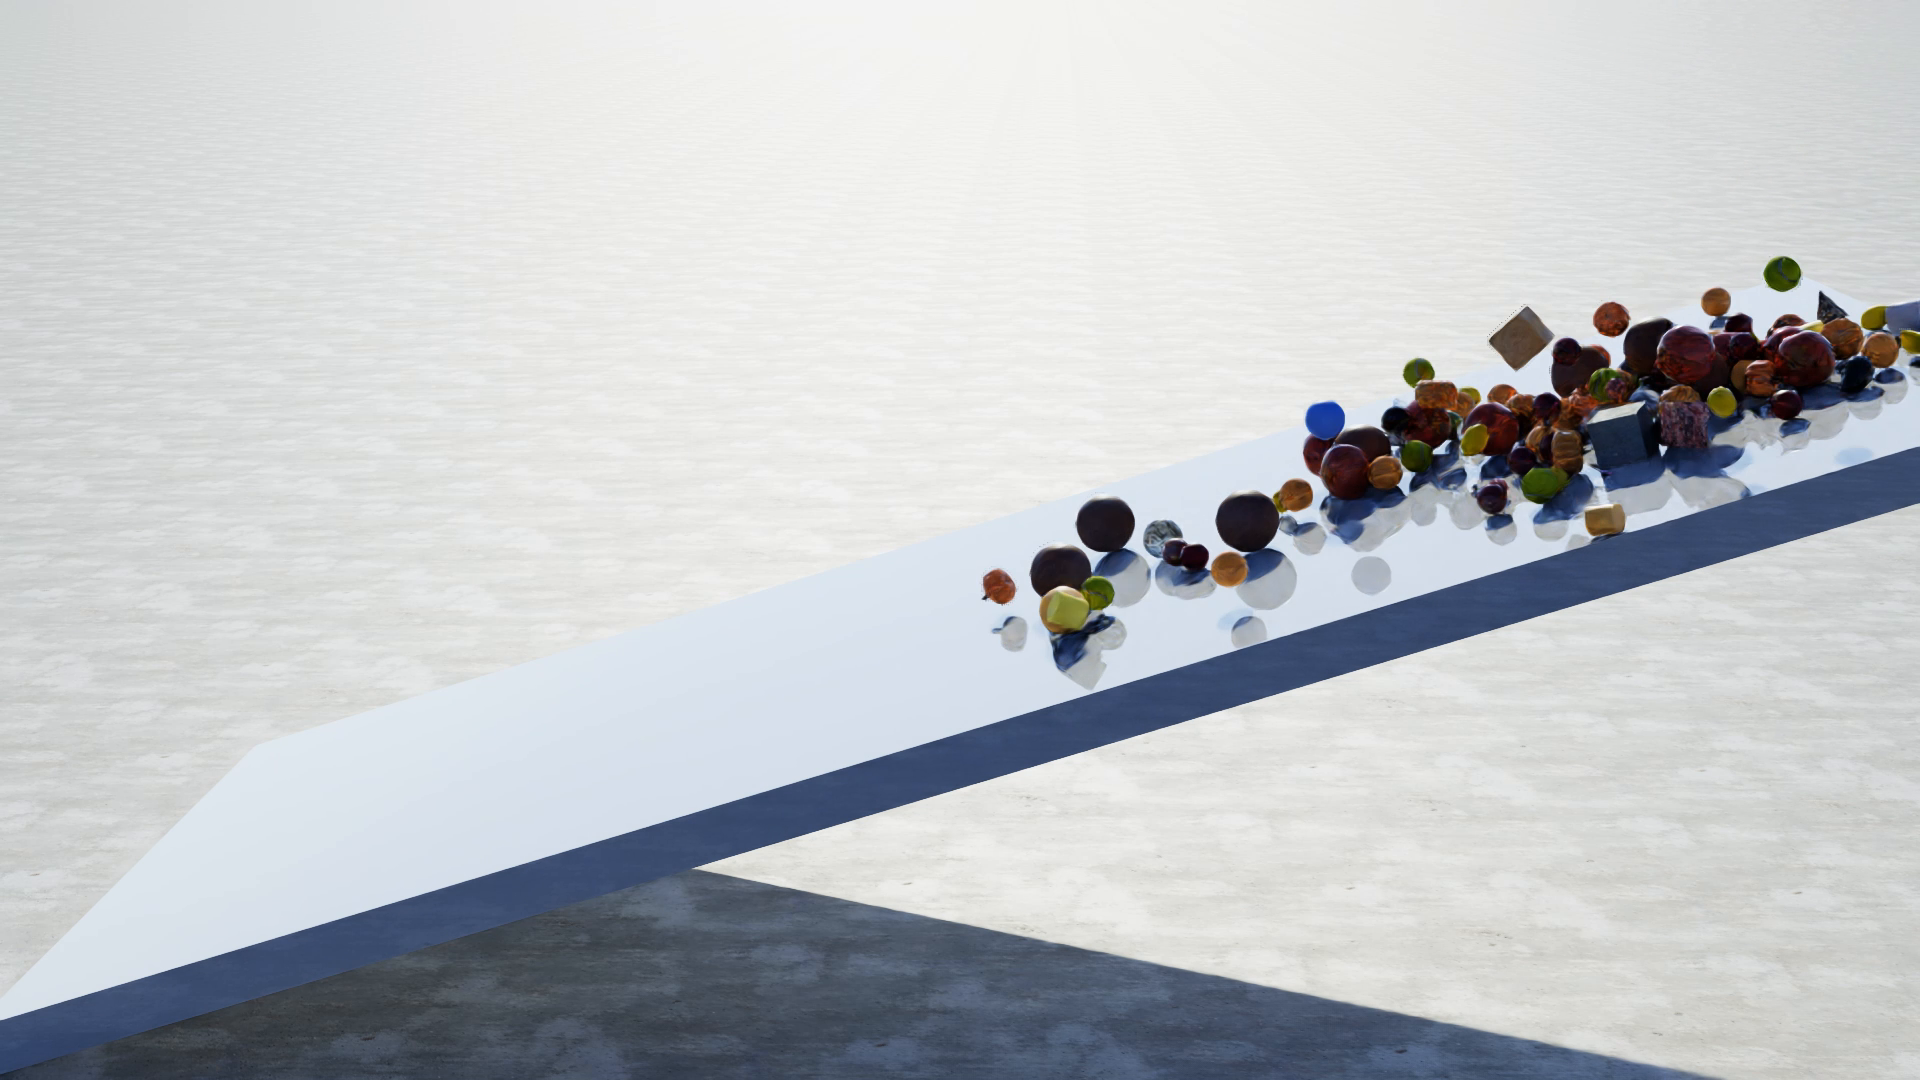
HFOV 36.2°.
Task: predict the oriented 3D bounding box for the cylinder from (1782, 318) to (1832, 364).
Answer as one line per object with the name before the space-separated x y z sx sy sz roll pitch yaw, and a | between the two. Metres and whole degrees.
cylinder | 1.762 -0.411 6.118 0.073 0.073 0.073 -27 10 6

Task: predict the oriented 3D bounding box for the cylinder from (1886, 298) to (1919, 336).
cylinder | 1.953 -0.458 6.055 0.069 0.069 0.069 -10 3 37

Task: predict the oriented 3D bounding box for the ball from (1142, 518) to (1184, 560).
ball | 0.428 -0.003 6.207 0.086 0.086 0.086 0 11 0

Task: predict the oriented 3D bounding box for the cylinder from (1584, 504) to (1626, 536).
cylinder | 1.150 -0.036 5.245 0.053 0.053 0.053 -8 4 38

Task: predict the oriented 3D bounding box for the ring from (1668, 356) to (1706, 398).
ring | 1.523 -0.341 6.161 0.034 0.101 0.101 37 10 -6

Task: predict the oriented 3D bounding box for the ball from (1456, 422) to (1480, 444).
ball | 1.100 -0.232 6.371 0.050 0.050 0.050 0 11 0

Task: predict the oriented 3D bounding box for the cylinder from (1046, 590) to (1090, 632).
cylinder | 0.210 0.138 5.727 0.062 0.062 0.062 20 7 -14

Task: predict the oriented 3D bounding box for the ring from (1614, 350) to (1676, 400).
ring | 1.466 -0.353 6.298 0.141 0.047 0.141 -22 33 16

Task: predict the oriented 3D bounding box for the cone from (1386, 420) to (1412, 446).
cone | 0.992 -0.225 6.542 0.063 0.063 0.063 -5 24 -21

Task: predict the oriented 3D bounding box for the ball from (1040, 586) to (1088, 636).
ball | 0.204 0.140 5.812 0.097 0.097 0.097 0 11 0

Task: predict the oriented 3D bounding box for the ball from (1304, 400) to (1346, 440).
ball | 0.770 -0.254 6.201 0.085 0.085 0.085 0 11 0

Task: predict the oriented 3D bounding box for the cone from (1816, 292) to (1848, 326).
cone | 1.877 -0.508 6.376 0.074 0.074 0.074 -19 -8 -3

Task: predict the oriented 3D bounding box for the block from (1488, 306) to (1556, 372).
block | 1.144 -0.410 5.992 0.087 0.087 0.087 -42 -3 26

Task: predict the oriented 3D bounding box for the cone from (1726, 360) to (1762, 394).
cone | 1.588 -0.329 6.015 0.072 0.072 0.072 -4 -2 -18

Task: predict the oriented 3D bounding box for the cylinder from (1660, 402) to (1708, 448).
cylinder | 1.393 -0.222 5.654 0.086 0.086 0.086 3 12 14

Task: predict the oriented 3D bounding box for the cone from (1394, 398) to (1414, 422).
cone | 0.983 -0.282 6.585 0.050 0.050 0.050 19 21 -8

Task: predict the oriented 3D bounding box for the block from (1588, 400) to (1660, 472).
block | 1.297 -0.203 5.750 0.098 0.098 0.098 -12 12 28

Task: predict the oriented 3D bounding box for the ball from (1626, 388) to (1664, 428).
ball | 1.387 -0.264 5.953 0.085 0.085 0.085 0 11 0

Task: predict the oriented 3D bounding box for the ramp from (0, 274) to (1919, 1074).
ramp | 0.099 0.183 6.312 4.000 0.100 2.000 -17 10 5

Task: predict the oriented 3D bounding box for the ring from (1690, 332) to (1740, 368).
ring | 1.615 -0.405 6.290 0.116 0.039 0.116 22 23 -10

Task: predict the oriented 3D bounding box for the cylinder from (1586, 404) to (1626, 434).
cylinder | 1.318 -0.233 5.920 0.080 0.080 0.080 -5 5 -23

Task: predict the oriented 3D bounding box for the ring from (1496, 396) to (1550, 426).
ring | 1.234 -0.283 6.441 0.121 0.040 0.121 -16 11 3
